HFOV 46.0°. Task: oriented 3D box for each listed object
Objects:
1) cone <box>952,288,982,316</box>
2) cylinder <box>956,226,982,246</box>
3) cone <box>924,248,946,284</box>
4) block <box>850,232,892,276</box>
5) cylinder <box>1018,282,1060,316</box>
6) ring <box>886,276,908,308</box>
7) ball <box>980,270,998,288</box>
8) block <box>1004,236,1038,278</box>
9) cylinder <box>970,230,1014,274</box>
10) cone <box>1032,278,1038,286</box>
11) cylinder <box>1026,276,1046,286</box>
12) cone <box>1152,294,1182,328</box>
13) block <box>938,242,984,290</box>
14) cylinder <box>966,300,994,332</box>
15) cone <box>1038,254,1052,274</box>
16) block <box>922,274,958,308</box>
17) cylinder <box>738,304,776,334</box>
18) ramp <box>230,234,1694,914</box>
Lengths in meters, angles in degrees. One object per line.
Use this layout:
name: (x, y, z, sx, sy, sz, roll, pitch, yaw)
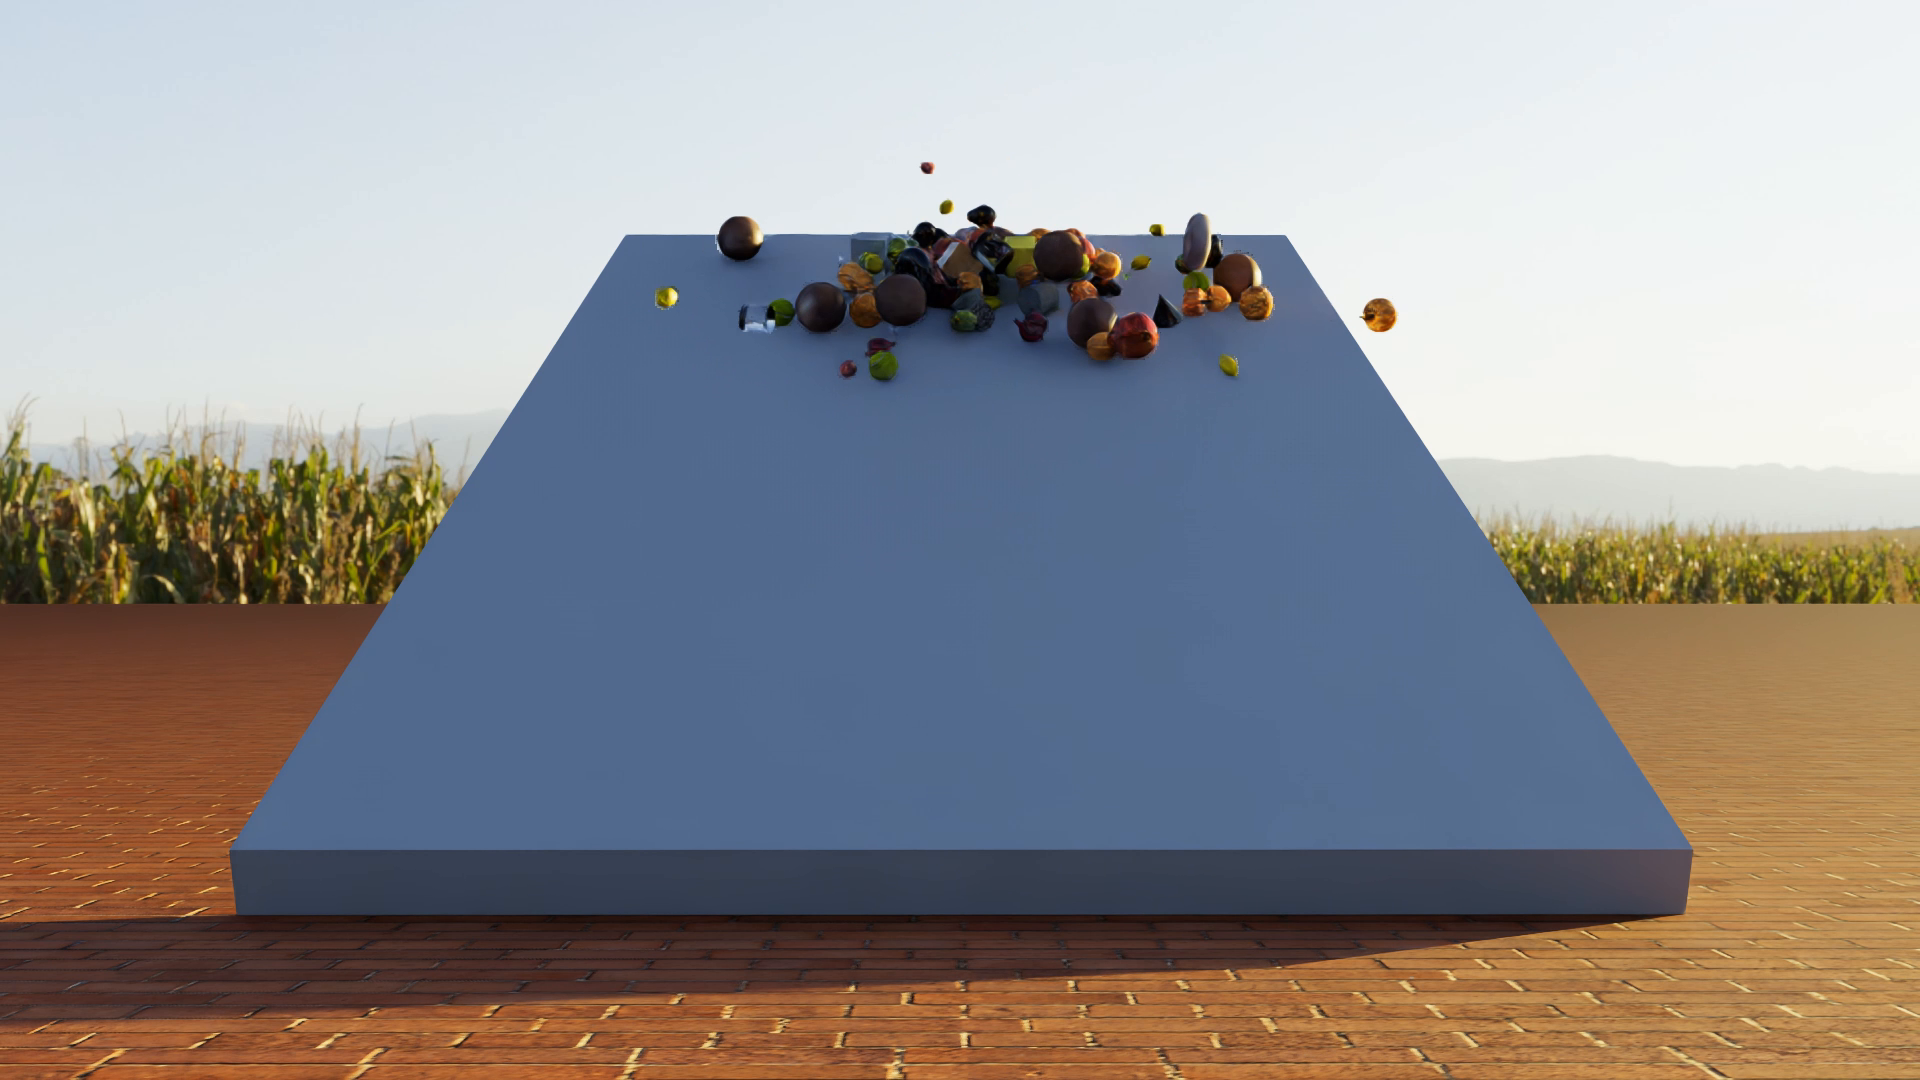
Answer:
cone: (0.038, -0.584, 5.805, 0.087, 0.087, 0.087, -29, -13, -7)
cylinder: (0.025, -0.898, 6.697, 0.055, 0.055, 0.055, -13, 6, -33)
cone: (-0.070, -0.696, 5.941, 0.099, 0.099, 0.099, 37, 16, 25)
block: (-0.248, -0.808, 6.379, 0.100, 0.100, 0.100, 3, 20, 9)
cylinder: (0.206, -0.630, 5.914, 0.078, 0.078, 0.078, -1, 14, 42)
ring: (-0.164, -0.656, 5.969, 0.031, 0.094, 0.094, 17, 6, 27)
ball: (0.079, -0.712, 6.171, 0.052, 0.052, 0.052, 0, -1, 0)
block: (0.163, -0.763, 6.101, 0.083, 0.083, 0.083, -2, 30, -6)
cylinder: (0.086, -0.755, 5.939, 0.083, 0.083, 0.083, 40, 9, 13)
cone: (0.198, -0.656, 5.989, 0.077, 0.077, 0.077, 0, 20, 0)
cylinder: (0.204, -0.688, 6.110, 0.054, 0.054, 0.054, 0, -1, 1)
cone: (0.520, -0.597, 5.776, 0.081, 0.081, 0.081, -1, -44, 24)
block: (-0.001, -0.735, 6.065, 0.092, 0.092, 0.092, 35, -3, -16)
cylinder: (0.051, -0.571, 5.753, 0.069, 0.069, 0.069, 0, 15, -3)
cone: (0.239, -0.763, 6.353, 0.057, 0.057, 0.057, 29, -16, -27)
block: (-0.053, -0.660, 6.003, 0.069, 0.069, 0.069, -18, 26, -31)
cylinder: (-0.513, -0.559, 5.725, 0.070, 0.070, 0.070, 7, 1, 19)
ramp: (-0.005, -0.204, 4.989, 2.000, 0.100, 4.000, 0, 20, 0)
